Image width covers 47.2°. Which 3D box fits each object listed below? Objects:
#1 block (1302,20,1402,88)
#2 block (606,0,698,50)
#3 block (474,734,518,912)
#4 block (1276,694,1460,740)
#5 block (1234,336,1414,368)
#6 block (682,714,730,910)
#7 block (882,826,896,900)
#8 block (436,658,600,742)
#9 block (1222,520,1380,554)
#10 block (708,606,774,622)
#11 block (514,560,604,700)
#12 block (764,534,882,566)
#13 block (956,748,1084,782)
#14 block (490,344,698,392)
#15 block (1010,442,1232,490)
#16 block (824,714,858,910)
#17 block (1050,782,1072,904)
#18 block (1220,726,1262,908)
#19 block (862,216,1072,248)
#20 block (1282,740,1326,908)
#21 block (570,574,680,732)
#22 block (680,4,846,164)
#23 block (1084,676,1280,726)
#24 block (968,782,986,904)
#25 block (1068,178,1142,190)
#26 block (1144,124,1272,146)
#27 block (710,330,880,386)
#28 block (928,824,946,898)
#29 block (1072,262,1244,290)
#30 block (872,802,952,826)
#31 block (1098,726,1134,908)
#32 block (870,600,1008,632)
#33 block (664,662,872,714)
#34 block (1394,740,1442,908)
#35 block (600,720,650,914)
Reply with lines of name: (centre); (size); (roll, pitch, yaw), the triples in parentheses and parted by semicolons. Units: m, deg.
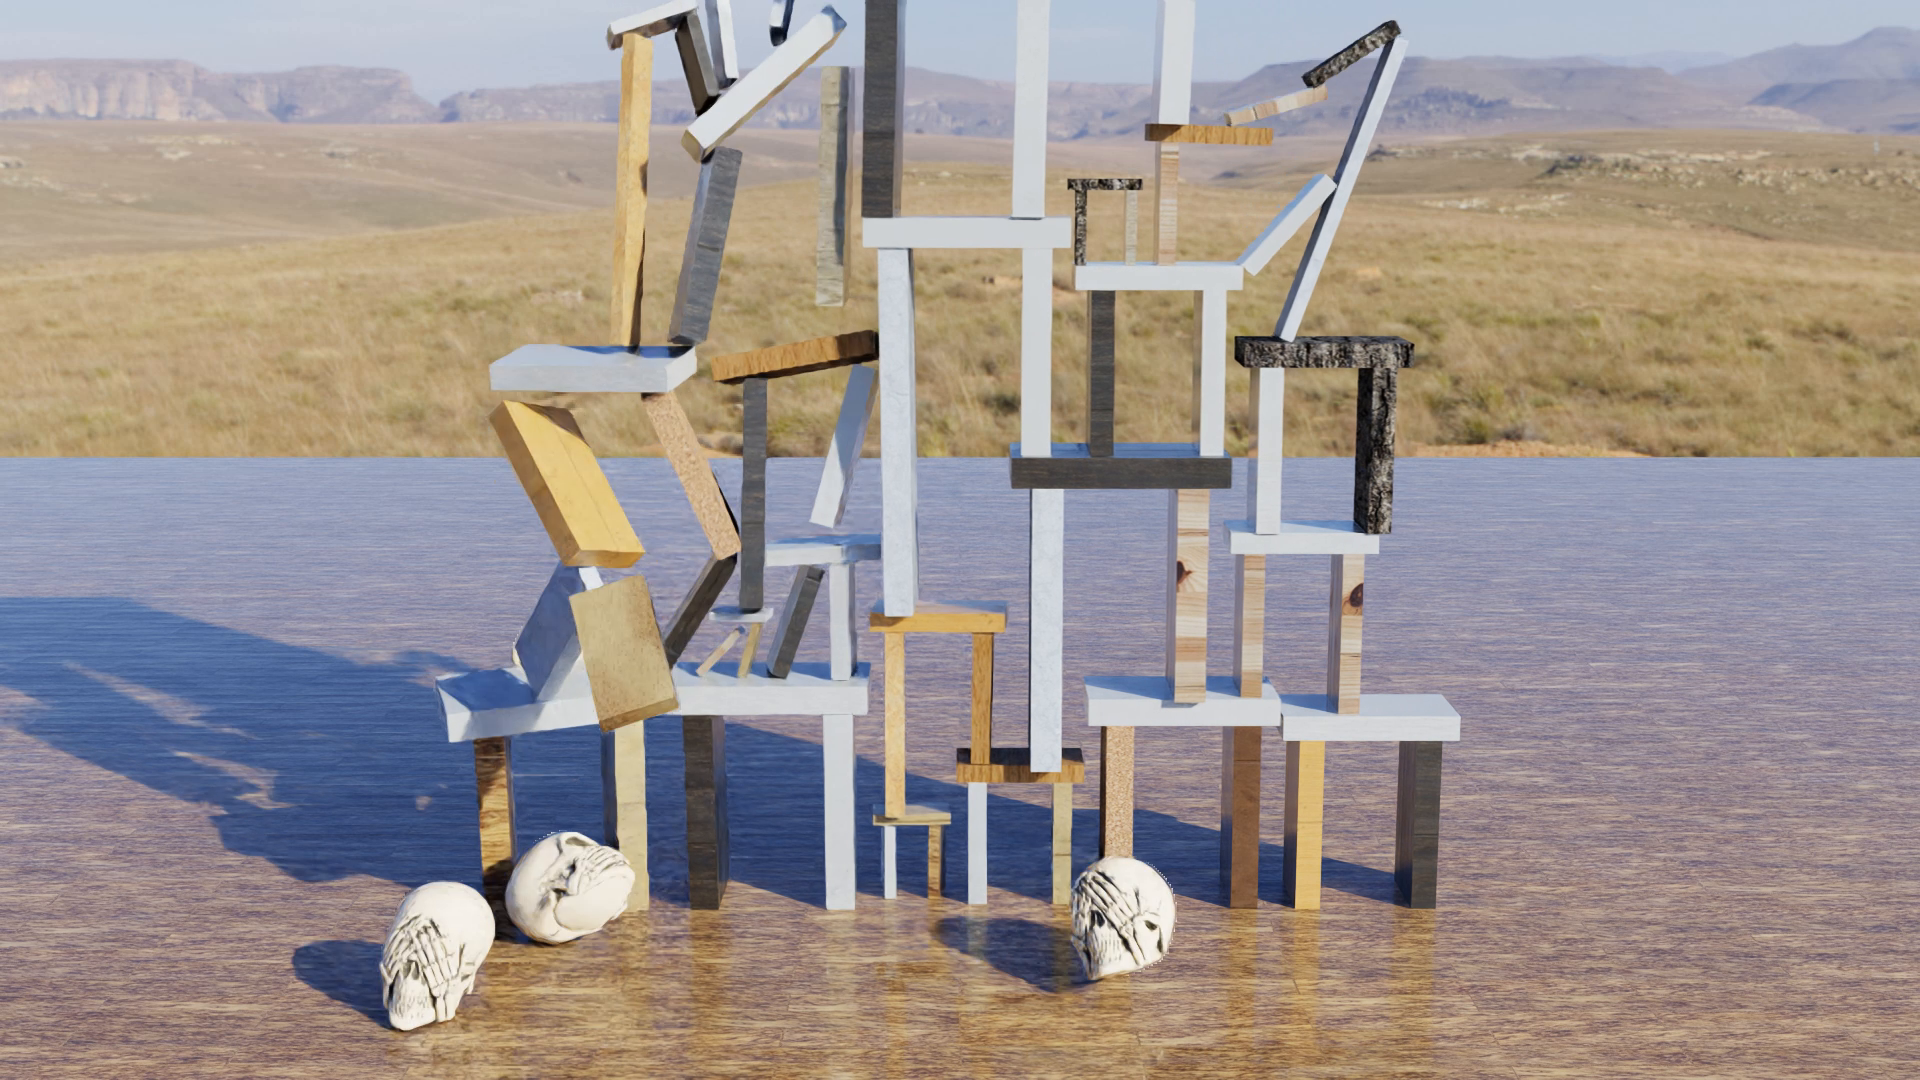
block: (0.607, -0.754, 3.415); (0.154, 0.022, 0.077); (-32, 9, 5)
block: (-0.484, -0.811, 3.450); (0.141, 0.020, 0.071); (-23, -2, -16)
block: (-0.761, 0.423, 3.610); (0.047, 0.329, 0.165); (-2, 19, -9)
block: (0.663, 0.291, 3.612); (0.284, 0.040, 0.142); (0, 11, 0)
block: (0.578, -0.300, 3.506); (0.265, 0.037, 0.132); (0, 11, 0)
block: (-0.419, 0.428, 3.644); (0.046, 0.328, 0.164); (-1, 11, 1)
block: (-0.119, 0.526, 3.661); (0.018, 0.128, 0.064); (-1, 10, -7)
block: (-0.665, 0.251, 3.533); (0.329, 0.047, 0.165); (-6, 20, -18)
block: (0.550, -0.005, 3.559); (0.236, 0.033, 0.118); (0, 11, 0)
block: (-0.356, 0.121, 3.583); (0.095, 0.014, 0.048); (1, 11, 10)
block: (-0.621, 0.130, 3.420); (0.032, 0.228, 0.114); (4, 42, -38)
block: (-0.223, 0.016, 3.607); (0.188, 0.027, 0.094); (-3, 11, -1)
block: (0.098, 0.371, 3.628); (0.208, 0.029, 0.104); (0, 10, 0)
block: (-0.575, -0.270, 3.457); (0.288, 0.041, 0.144); (1, 18, 12)
block: (0.254, -0.120, 3.534); (0.346, 0.049, 0.173); (0, 10, 0)
block: (-0.197, 0.428, 3.644); (0.046, 0.328, 0.164); (0, 11, -1)
block: (0.168, 0.488, 3.651); (0.029, 0.208, 0.104); (0, 11, 0)
block: (0.464, 0.437, 3.646); (0.044, 0.309, 0.154); (0, 11, 0)
block: (0.014, -0.489, 3.483); (0.324, 0.046, 0.162); (0, 10, 3)
block: (0.568, 0.450, 3.641); (0.040, 0.284, 0.142); (0, 11, 0)
block: (-0.492, 0.163, 3.218); (0.114, 0.032, 0.228); (-18, 55, -4)
block: (-0.311, -0.715, 3.458); (0.297, 0.042, 0.148); (-43, 8, -8)
block: (0.361, 0.264, 3.614); (0.309, 0.044, 0.154); (0, 11, 0)
block: (0.029, 0.488, 3.650); (0.029, 0.208, 0.104); (0, 11, 0)
block: (0.228, -0.559, 3.458); (0.116, 0.016, 0.058); (0, 10, 2)
block: (0.388, -0.636, 3.447); (0.190, 0.027, 0.095); (2, 10, 0)
block: (-0.261, -0.296, 3.580); (0.265, 0.037, 0.132); (-9, 0, 7)
block: (-0.038, 0.525, 3.663); (0.018, 0.128, 0.064); (2, 10, 10)
block: (0.310, -0.419, 3.485); (0.260, 0.037, 0.130); (0, 10, 0)
block: (-0.081, 0.454, 3.646); (0.128, 0.018, 0.064); (-1, 10, -4)
block: (0.259, 0.437, 3.646); (0.044, 0.309, 0.154); (0, 11, 0)
block: (-0.033, 0.124, 3.594); (0.218, 0.031, 0.109); (0, 10, 5)
block: (-0.313, 0.243, 3.612); (0.328, 0.046, 0.164); (0, 11, 0)
block: (0.758, 0.450, 3.641); (0.040, 0.284, 0.142); (0, 11, 0)
block: (-0.554, 0.427, 3.624); (0.047, 0.329, 0.165); (-4, 14, -17)
